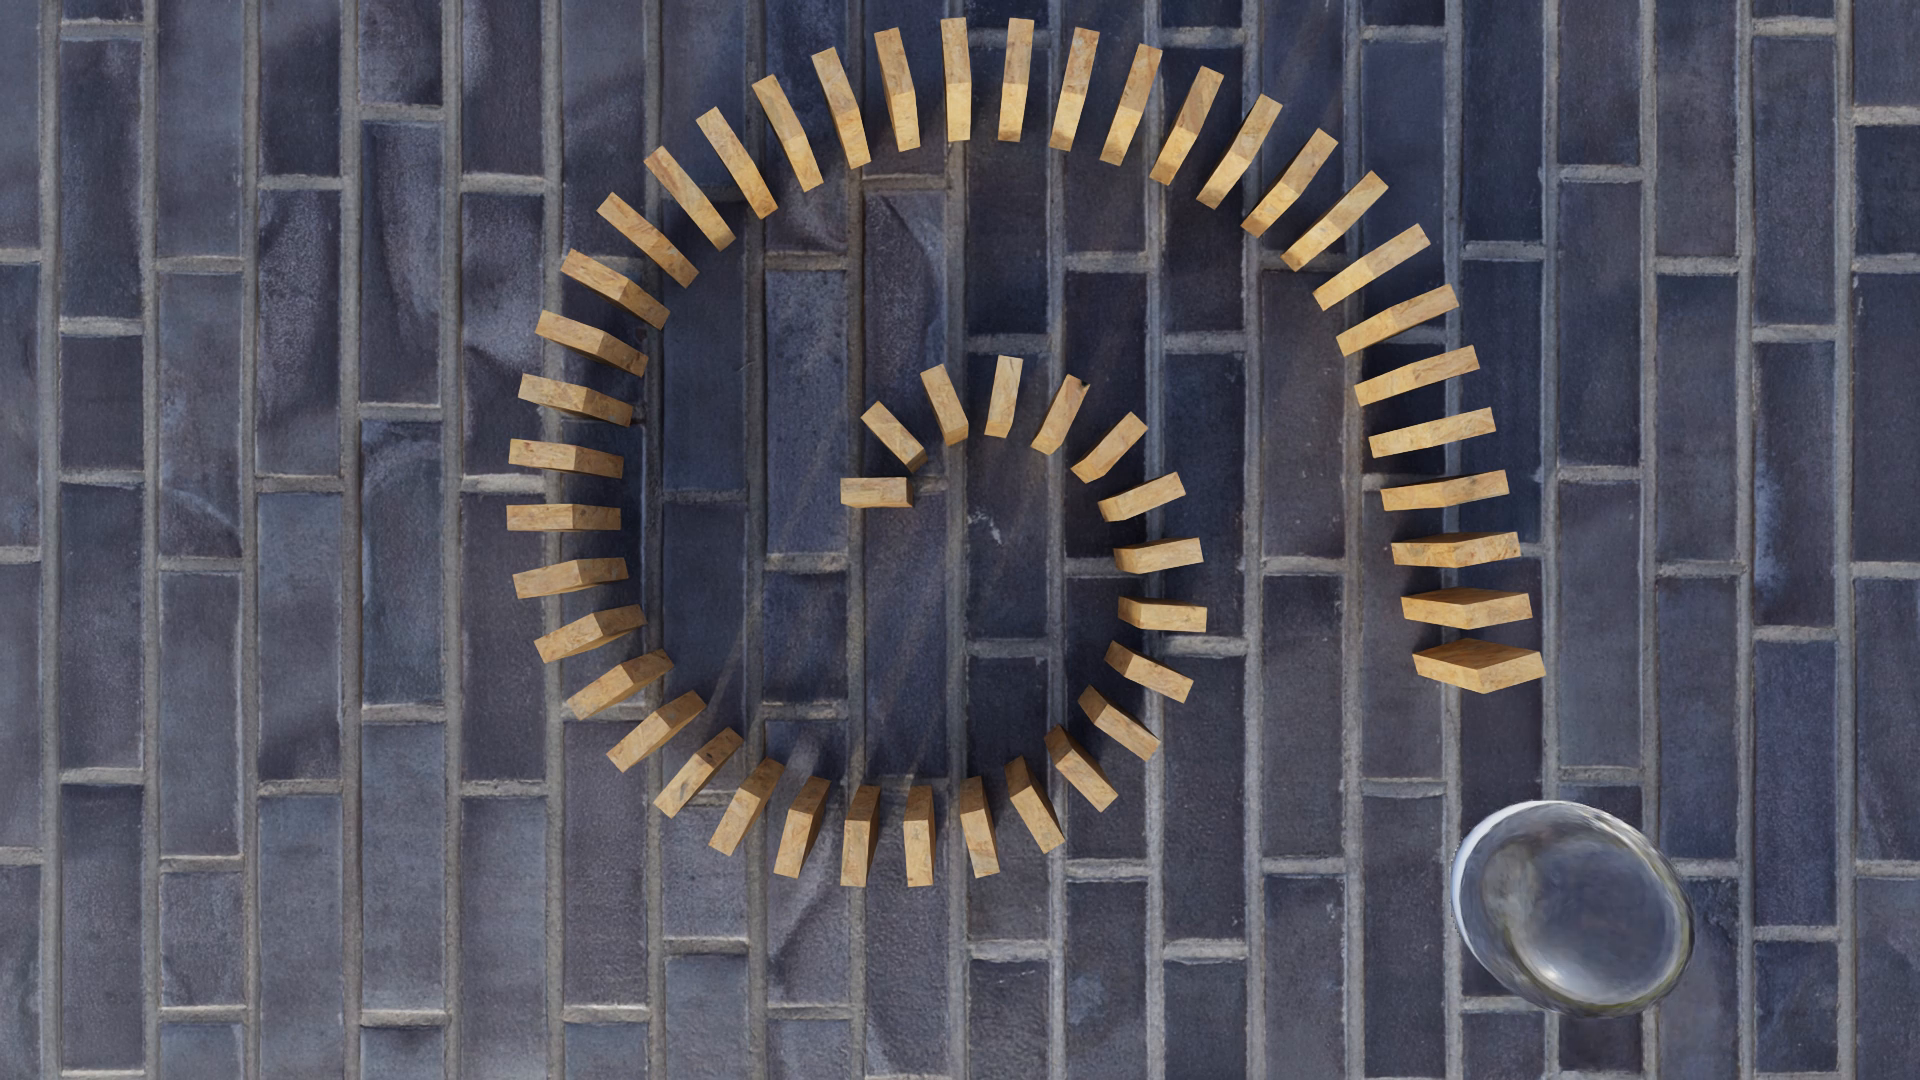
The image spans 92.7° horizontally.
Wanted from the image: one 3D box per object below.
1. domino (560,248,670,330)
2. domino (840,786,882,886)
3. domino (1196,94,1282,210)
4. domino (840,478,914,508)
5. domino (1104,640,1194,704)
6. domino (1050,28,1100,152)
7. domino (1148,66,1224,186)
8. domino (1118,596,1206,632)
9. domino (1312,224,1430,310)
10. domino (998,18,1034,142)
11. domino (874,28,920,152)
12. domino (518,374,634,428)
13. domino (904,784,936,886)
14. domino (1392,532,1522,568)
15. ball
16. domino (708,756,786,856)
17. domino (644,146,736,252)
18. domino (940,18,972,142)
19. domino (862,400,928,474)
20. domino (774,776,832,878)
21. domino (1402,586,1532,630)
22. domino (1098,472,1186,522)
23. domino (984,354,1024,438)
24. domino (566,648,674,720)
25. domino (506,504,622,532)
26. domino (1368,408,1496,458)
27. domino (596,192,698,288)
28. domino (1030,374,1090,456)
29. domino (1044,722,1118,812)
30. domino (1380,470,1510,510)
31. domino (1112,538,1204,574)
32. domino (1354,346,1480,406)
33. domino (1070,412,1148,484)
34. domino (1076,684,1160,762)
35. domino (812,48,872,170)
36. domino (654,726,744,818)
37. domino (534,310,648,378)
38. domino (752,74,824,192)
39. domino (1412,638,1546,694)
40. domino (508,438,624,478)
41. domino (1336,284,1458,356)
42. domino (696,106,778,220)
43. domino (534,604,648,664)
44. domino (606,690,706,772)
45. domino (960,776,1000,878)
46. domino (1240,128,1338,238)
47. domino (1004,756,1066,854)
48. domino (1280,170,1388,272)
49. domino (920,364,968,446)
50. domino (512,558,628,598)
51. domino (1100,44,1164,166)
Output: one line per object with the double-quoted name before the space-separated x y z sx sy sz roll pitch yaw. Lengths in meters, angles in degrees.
"domino" -0.140 -0.101 0.375 0.025 0.050 0.009 28 90 0
"domino" -0.040 0.120 0.375 0.009 0.050 0.025 4 90 0
"domino" 0.113 -0.157 0.375 0.009 0.050 0.025 29 90 0
"domino" -0.033 -0.019 0.375 0.025 0.050 0.009 -1 90 0
"domino" 0.076 0.053 0.375 0.025 0.050 0.009 24 90 0
"domino" 0.046 -0.183 0.375 0.010 0.050 0.025 12 90 0
"domino" 0.092 -0.168 0.375 0.009 0.050 0.025 23 90 0
"domino" 0.082 0.030 0.375 0.025 0.050 0.009 3 90 0
"domino" 0.167 -0.111 0.375 0.025 0.050 0.009 -31 90 0
"domino" 0.022 -0.187 0.375 0.009 0.050 0.025 5 90 0
"domino" -0.025 -0.183 0.375 0.010 0.050 0.025 -15 90 0
"domino" -0.156 -0.056 0.375 0.025 0.050 0.010 13 90 0
"domino" -0.016 0.120 0.375 0.010 0.050 0.025 -4 90 0
"domino" 0.201 0.004 0.375 0.025 0.050 0.009 -10 90 0
"ball" 0.238 0.143 0.360 0.080 0.080 0.080 0 90 0
"domino" -0.086 0.108 0.375 0.010 0.050 0.025 28 90 0
"domino" -0.109 -0.138 0.375 0.010 0.050 0.025 -41 90 0
"domino" -0.002 -0.187 0.375 0.010 0.050 0.025 -5 90 0
"domino" -0.026 -0.041 0.375 0.009 0.050 0.025 -44 90 0
"domino" -0.064 0.116 0.375 0.010 0.050 0.025 14 90 0
"domino" 0.206 0.027 0.375 0.025 0.050 0.009 -11 90 0
"domino" 0.073 -0.017 0.375 0.025 0.050 0.010 -23 90 0
"domino" 0.017 -0.058 0.375 0.009 0.050 0.025 10 90 0
"domino" -0.138 0.058 0.375 0.025 0.050 0.010 -34 90 0
"domino" -0.161 -0.009 0.375 0.025 0.050 0.010 -2 90 0
"domino" 0.192 -0.043 0.375 0.025 0.050 0.009 -14 90 0
"domino" -0.126 -0.121 0.375 0.025 0.050 0.010 40 90 0
"domino" 0.040 -0.050 0.375 0.009 0.050 0.025 25 90 0
"domino" 0.048 0.092 0.375 0.010 0.050 0.025 -45 90 0
"domino" 0.197 -0.020 0.375 0.025 0.050 0.010 -12 90 0
"domino" 0.080 0.006 0.375 0.025 0.050 0.009 -11 90 0
"domino" 0.185 -0.066 0.375 0.025 0.050 0.010 -17 90 0
"domino" 0.060 -0.037 0.375 0.010 0.050 0.025 43 90 0
"domino" 0.064 0.074 0.375 0.025 0.050 0.010 36 90 0
"domino" -0.048 -0.175 0.375 0.009 0.050 0.025 -22 90 0
"domino" -0.106 0.094 0.375 0.010 0.050 0.025 40 90 0
"domino" -0.149 -0.079 0.375 0.025 0.050 0.010 19 90 0
"domino" -0.070 -0.165 0.375 0.010 0.050 0.025 -28 90 0
"domino" 0.211 0.051 0.375 0.025 0.050 0.010 -16 90 0
"domino" -0.160 -0.033 0.375 0.025 0.050 0.010 6 90 0
"domino" 0.177 -0.089 0.375 0.025 0.050 0.010 -22 90 0
"domino" -0.090 -0.153 0.375 0.009 0.050 0.025 -34 90 0
"domino" -0.150 0.038 0.375 0.025 0.050 0.010 -26 90 0
"domino" -0.123 0.077 0.375 0.025 0.050 0.010 -42 90 0
"domino" 0.008 0.116 0.375 0.009 0.050 0.025 -14 90 0
"domino" 0.133 -0.145 0.375 0.010 0.050 0.025 36 90 0
"domino" 0.030 0.107 0.375 0.010 0.050 0.025 -32 90 0
"domino" 0.152 -0.129 0.375 0.009 0.050 0.025 45 90 0
"domino" -0.006 -0.054 0.375 0.009 0.050 0.025 -23 90 0
"domino" -0.158 0.015 0.375 0.025 0.050 0.010 -13 90 0
"domino" 0.069 -0.177 0.375 0.009 0.050 0.025 18 90 0
